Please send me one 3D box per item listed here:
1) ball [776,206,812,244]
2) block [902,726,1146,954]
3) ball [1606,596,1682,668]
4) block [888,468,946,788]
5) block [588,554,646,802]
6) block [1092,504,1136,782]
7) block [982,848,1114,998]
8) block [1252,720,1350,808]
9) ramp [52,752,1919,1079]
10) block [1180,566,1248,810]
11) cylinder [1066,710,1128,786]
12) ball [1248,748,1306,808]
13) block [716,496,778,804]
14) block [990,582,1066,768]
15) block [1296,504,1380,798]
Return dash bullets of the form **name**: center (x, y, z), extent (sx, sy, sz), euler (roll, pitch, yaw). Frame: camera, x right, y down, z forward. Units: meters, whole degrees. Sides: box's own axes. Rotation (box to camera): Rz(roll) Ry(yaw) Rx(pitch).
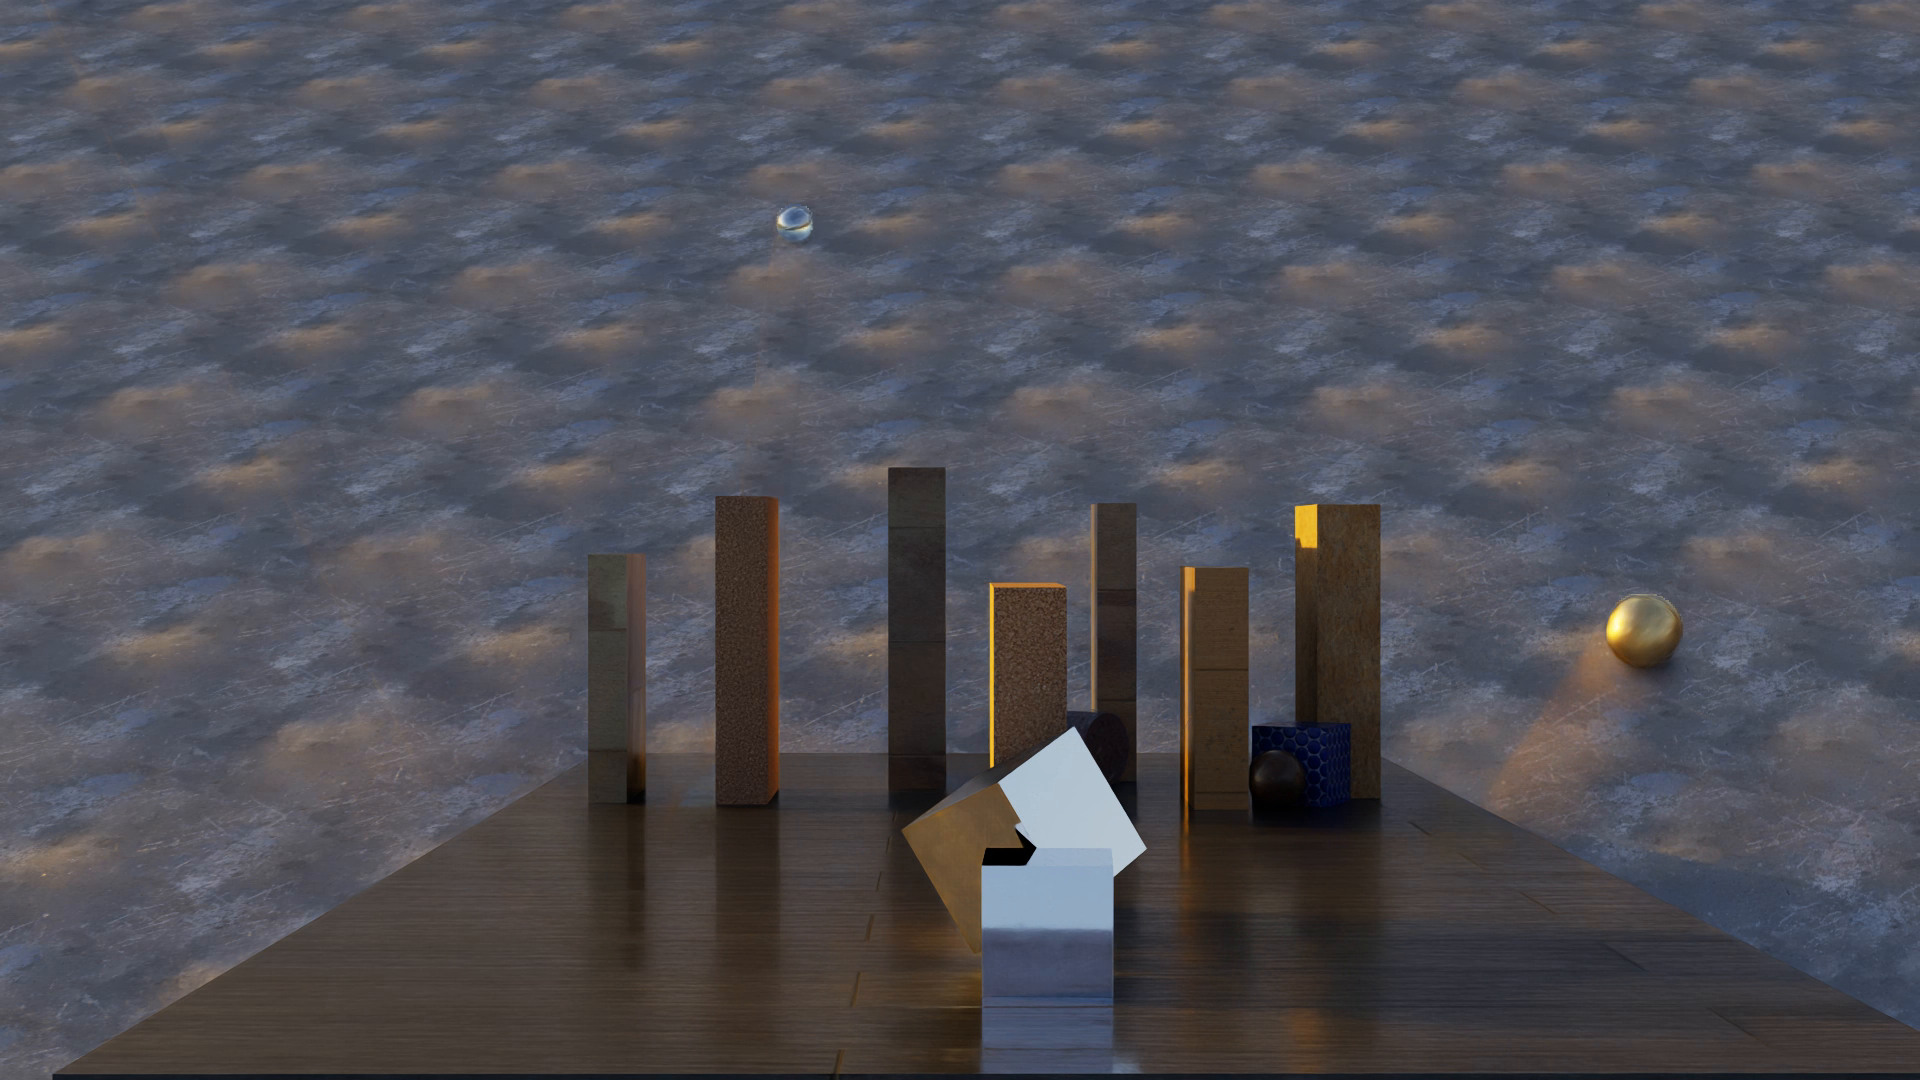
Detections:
- **ball**: center (-0.619, -1.180, 9.691), extent (0.135, 0.135, 0.135), euler (0, 30, 0)
- **block**: center (0.084, 0.392, 3.386), extent (0.187, 0.187, 0.187), euler (-31, 0, 39)
- **ball**: center (1.886, 0.253, 7.140), extent (0.200, 0.200, 0.200), euler (0, 30, 0)
- **block**: center (-0.095, 0.194, 5.905), extent (0.125, 0.708, 0.418), euler (0, 0, 0)
- **block**: center (-0.736, 0.289, 5.561), extent (0.080, 0.518, 0.329), euler (0, 0, 0)
- **block**: center (0.356, 0.232, 6.006), extent (0.089, 0.631, 0.266), euler (0, 0, 0)
- **block**: center (0.108, 0.467, 3.176), extent (0.158, 0.158, 0.158), euler (0, 1, 2)
- **block**: center (0.714, 0.467, 5.411), extent (0.162, 0.162, 0.162), euler (0, 0, 26)
- **ramp**: center (0.067, 0.598, 4.656), extent (2.000, 0.100, 4.000), euler (0, 0, 0)
- **block**: center (0.532, 0.302, 5.434), extent (0.110, 0.491, 0.351), euler (0, 0, 0)
- **cylinder**: center (0.264, 0.466, 5.807), extent (0.163, 0.163, 0.163), euler (0, 23, 41)
- **ball**: center (0.647, 0.487, 5.287), extent (0.120, 0.120, 0.120), euler (0, 30, 0)
- **block**: center (-0.454, 0.228, 5.537), extent (0.107, 0.639, 0.342), euler (0, 0, 0)
- **block**: center (0.095, 0.306, 3.706), extent (0.100, 0.483, 0.377), euler (0, 0, 0)
- **block**: center (0.824, 0.236, 5.657), extent (0.134, 0.623, 0.353), euler (0, 0, 0)
